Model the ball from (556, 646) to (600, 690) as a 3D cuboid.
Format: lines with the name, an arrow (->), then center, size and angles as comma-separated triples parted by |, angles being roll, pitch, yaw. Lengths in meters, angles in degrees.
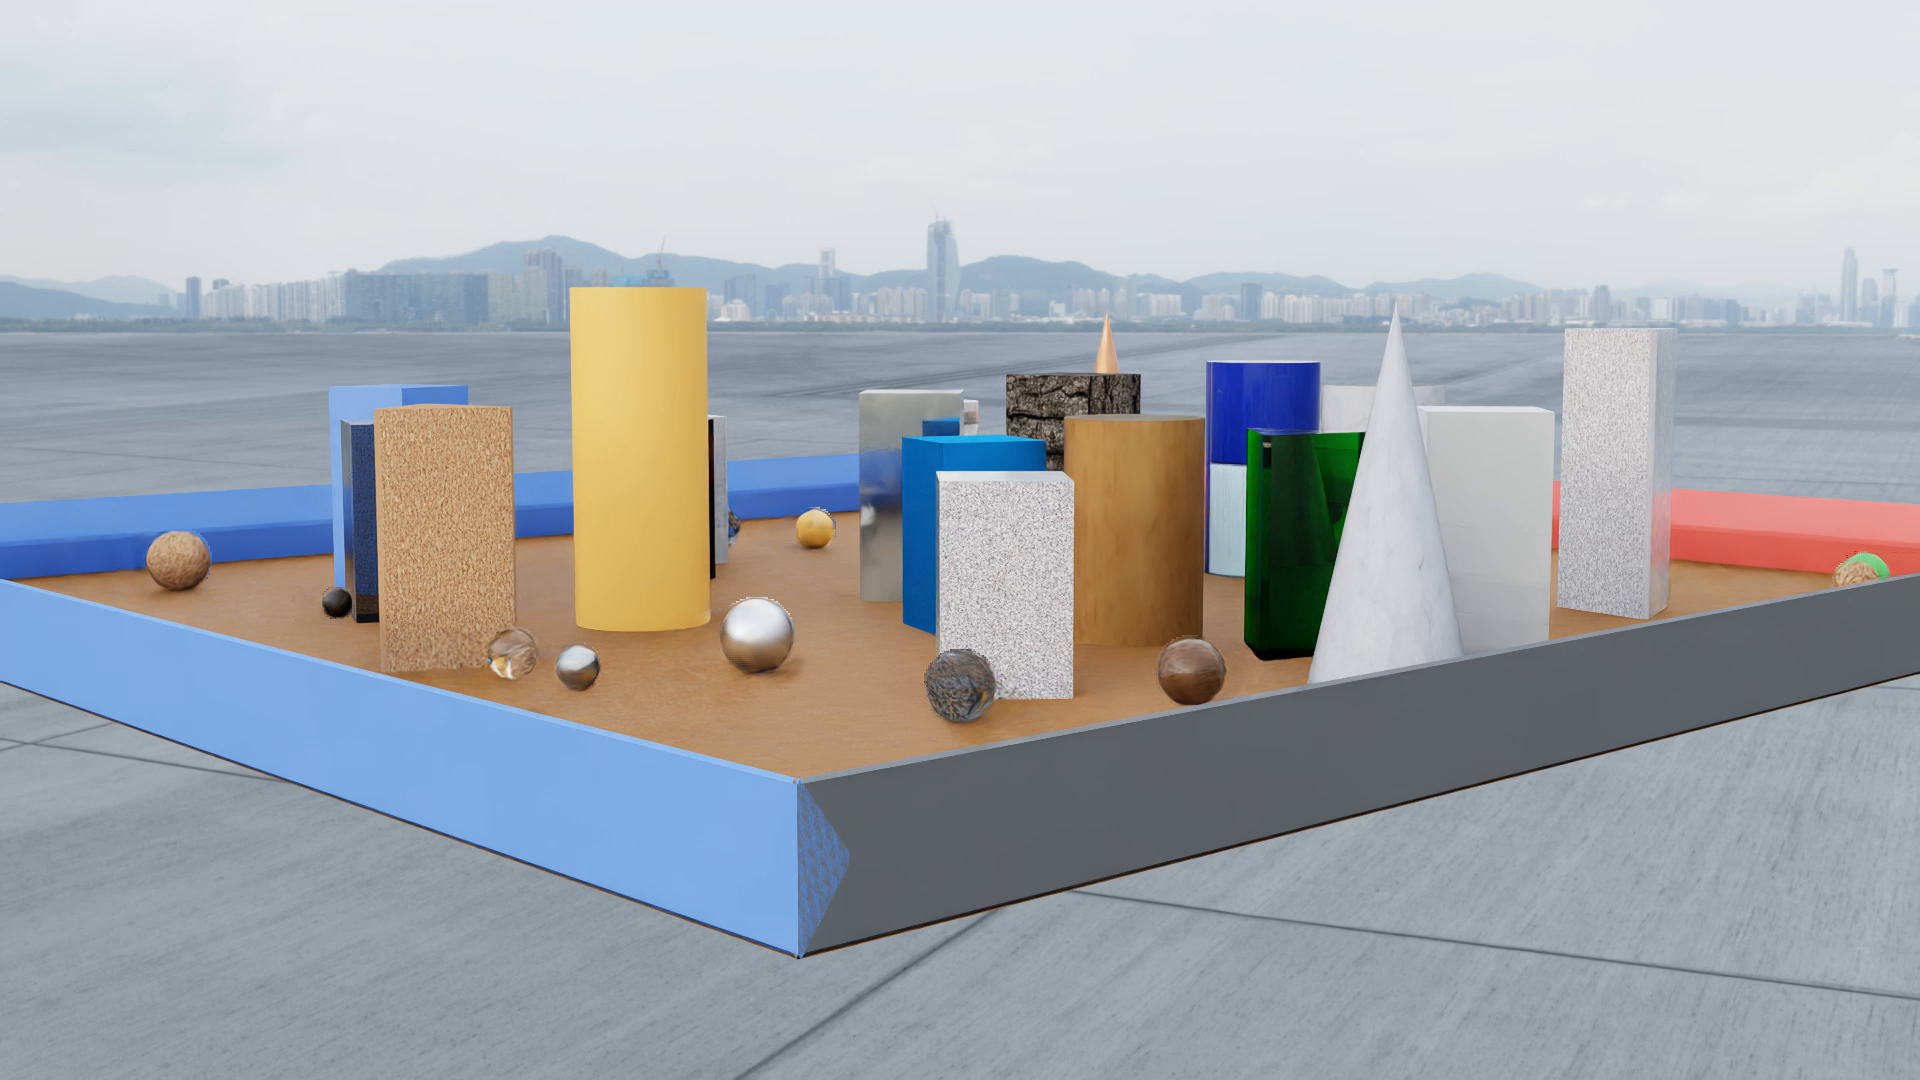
ball -> -0.448, 0.149, 2.576 | 0.051, 0.051, 0.051 | 0, 6, 0

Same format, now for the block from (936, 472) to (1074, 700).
block -> 0.050, 0.050, 2.576 | 0.152, 0.250, 0.152 | 0, 6, -2

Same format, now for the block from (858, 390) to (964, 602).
block -> -0.073, -0.072, 3.406 | 0.152, 0.317, 0.152 | 0, 6, 3

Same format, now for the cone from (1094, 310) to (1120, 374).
cone -> 0.260, -0.187, 3.908 | 0.190, 0.441, 0.190 | 0, 6, 0

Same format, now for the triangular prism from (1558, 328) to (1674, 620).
triangular prism -> 0.999, -0.104, 3.242 | 0.143, 0.414, 0.165 | -4, 7, -32

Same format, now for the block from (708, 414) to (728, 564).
block -> -0.513, -0.089, 3.857 | 0.152, 0.257, 0.152 | -4, 7, -36

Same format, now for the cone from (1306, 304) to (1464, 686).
cone -> 0.500, -0.049, 2.543 | 0.190, 0.452, 0.190 | 0, 6, 0

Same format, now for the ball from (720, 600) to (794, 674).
ball -> -0.249, 0.118, 2.693 | 0.090, 0.090, 0.090 | 0, 6, 0

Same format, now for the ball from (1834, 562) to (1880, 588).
ball -> 1.353, 0.064, 3.317 | 0.065, 0.065, 0.065 | 0, 6, 0

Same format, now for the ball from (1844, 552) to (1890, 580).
ball -> 1.391, 0.055, 3.378 | 0.070, 0.070, 0.070 | 0, 6, 0

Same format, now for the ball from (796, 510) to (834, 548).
ball -> -0.269, -0.020, 4.081 | 0.072, 0.072, 0.072 | 0, 6, 0

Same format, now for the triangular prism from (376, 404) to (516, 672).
triangular prism -> -0.659, -0.008, 2.776 | 0.165, 0.322, 0.143 | -3, 7, -23

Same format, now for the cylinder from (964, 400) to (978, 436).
cylinder -> -0.063, -0.096, 3.787 | 0.190, 0.286, 0.190 | 0, 6, 0

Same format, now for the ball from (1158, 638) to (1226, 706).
ball -> 0.260, 0.148, 2.468 | 0.076, 0.076, 0.076 | 0, 6, 0

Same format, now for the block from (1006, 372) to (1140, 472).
block -> 0.179, -0.091, 3.473 | 0.152, 0.341, 0.152 | 4, 7, 36

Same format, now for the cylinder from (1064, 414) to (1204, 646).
cylinder -> 0.235, -0.017, 2.981 | 0.190, 0.298, 0.190 | 0, 6, 0

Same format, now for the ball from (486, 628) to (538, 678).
ball -> -0.539, 0.137, 2.649 | 0.061, 0.061, 0.061 | 0, 6, 0

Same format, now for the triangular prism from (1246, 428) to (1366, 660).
triangular prism -> 0.420, 0.000, 2.874 | 0.165, 0.286, 0.143 | -4, 7, -30

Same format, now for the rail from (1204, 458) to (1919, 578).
rail -> 0.960, -0.061, 4.213 | 0.045, 0.124, 2.556 | -6, 8, -42

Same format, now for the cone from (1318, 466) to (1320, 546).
cone -> 0.627, -0.132, 4.015 | 0.190, 0.309, 0.190 | 0, 6, 0

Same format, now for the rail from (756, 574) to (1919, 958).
rail -> 0.850, 0.129, 2.416 | 2.660, 0.124, 0.045 | -6, 8, -42

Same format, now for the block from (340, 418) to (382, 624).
block -> -0.811, -0.032, 3.200 | 0.152, 0.282, 0.152 | -2, 6, -21

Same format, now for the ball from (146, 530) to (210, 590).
ball -> -1.235, 0.032, 3.475 | 0.095, 0.095, 0.095 | 0, 6, 0

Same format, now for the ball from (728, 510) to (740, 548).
ball -> -0.446, -0.021, 4.052 | 0.081, 0.081, 0.081 | 0, 6, 0

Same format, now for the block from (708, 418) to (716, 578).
block -> -0.512, -0.067, 3.620 | 0.152, 0.263, 0.152 | 6, 8, 42

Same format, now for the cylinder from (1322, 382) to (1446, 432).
cylinder -> 0.659, -0.080, 3.437 | 0.190, 0.326, 0.190 | 0, 6, 0

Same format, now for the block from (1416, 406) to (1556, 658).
block -> 0.654, -0.005, 2.768 | 0.152, 0.319, 0.152 | 1, 6, 6

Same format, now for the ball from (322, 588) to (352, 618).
ball -> -0.891, 0.090, 3.150 | 0.042, 0.042, 0.042 | 0, 6, 0

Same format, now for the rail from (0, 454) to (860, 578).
rail -> -0.850, -0.065, 4.249 | 2.660, 0.124, 0.045 | -6, 8, -42

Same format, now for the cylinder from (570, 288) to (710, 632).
cylinder -> -0.451, -0.119, 3.108 | 0.190, 0.473, 0.190 | 0, 6, 0

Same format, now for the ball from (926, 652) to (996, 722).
ball -> 0.001, 0.158, 2.372 | 0.076, 0.076, 0.076 | 0, 6, 0

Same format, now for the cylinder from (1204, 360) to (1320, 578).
cylinder -> 0.508, -0.122, 3.701 | 0.190, 0.355, 0.190 | 0, 6, 0

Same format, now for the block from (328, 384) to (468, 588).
block -> -0.895, -0.086, 3.526 | 0.152, 0.321, 0.152 | 3, 7, 29

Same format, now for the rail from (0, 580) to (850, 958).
rail -> -0.960, 0.125, 2.451 | 0.045, 0.124, 2.556 | -6, 8, -42

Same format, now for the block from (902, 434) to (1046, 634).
block -> 0.018, -0.009, 3.063 | 0.152, 0.264, 0.152 | -3, 7, -23
